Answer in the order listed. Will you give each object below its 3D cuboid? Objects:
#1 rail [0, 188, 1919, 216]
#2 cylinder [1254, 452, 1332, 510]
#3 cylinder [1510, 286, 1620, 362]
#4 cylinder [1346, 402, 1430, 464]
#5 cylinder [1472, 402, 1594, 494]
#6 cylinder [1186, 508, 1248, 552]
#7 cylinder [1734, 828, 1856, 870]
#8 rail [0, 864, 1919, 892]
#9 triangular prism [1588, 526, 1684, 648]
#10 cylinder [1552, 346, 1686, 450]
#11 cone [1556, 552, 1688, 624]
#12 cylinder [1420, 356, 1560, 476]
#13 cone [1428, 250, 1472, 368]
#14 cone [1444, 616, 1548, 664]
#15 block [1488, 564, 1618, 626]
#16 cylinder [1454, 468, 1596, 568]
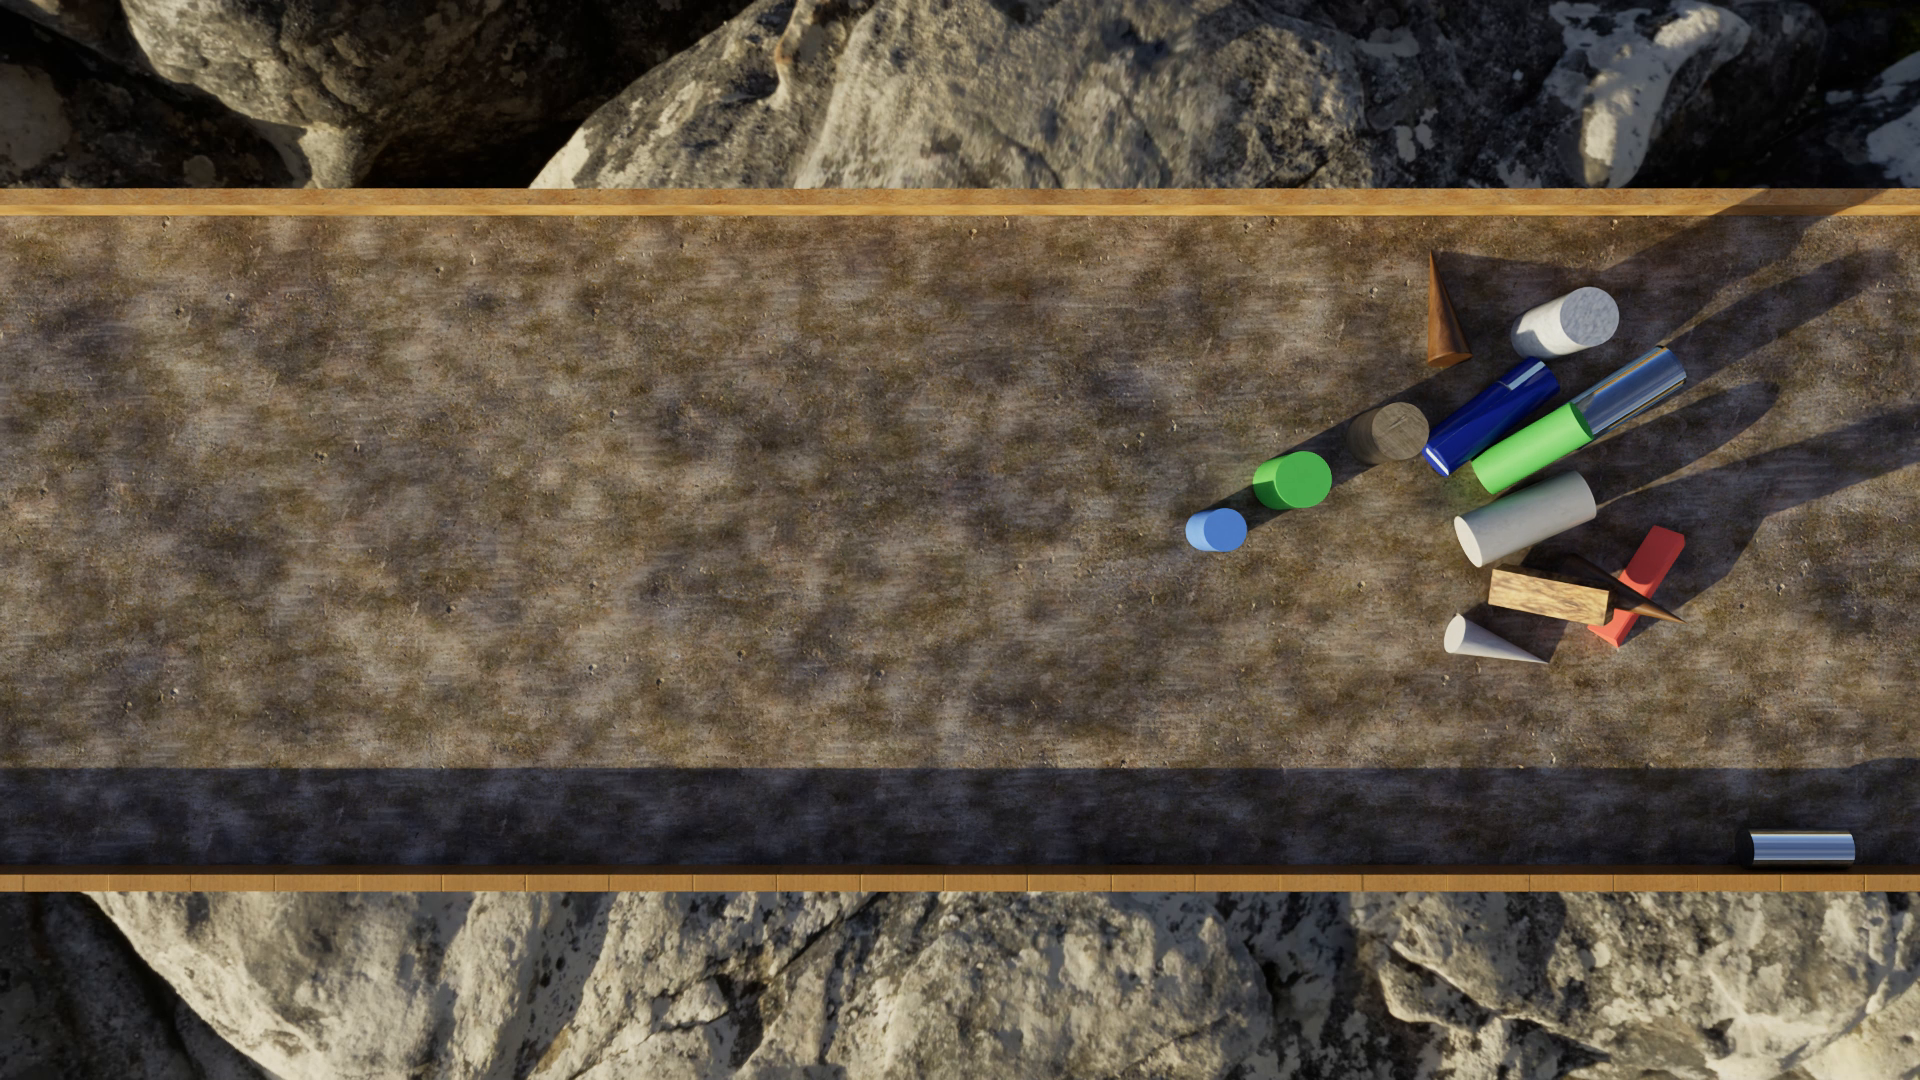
[{"bbox_3d":[-2.247,-1.025,5.002,12.000,0.150,0.050,0,90,0],"label":"rail"},{"bbox_3d":[0.983,-0.173,4.897,0.162,0.359,0.162,0,90,0],"label":"cylinder"},{"bbox_3d":[1.779,-0.631,4.870,0.169,0.413,0.169,0,90,0],"label":"cylinder"},{"bbox_3d":[1.270,-0.315,4.916,0.166,0.321,0.166,0,90,0],"label":"cylinder"},{"bbox_3d":[1.712,-0.273,4.938,0.328,0.130,0.130,-33,90,30],"label":"cylinder"},{"bbox_3d":[0.756,-0.029,4.889,0.124,0.374,0.124,0,90,0],"label":"cylinder"},{"bbox_3d":[2.536,0.937,5.013,0.302,0.127,0.127,0,90,0],"label":"cylinder"},{"bbox_3d":[-2.247,1.025,5.001,12.000,0.150,0.050,0,90,0],"label":"rail"},{"bbox_3d":[2.079,0.143,5.025,0.113,0.098,0.377,33,90,0],"label":"triangular prism"},{"bbox_3d":[1.998,-0.432,5.004,0.370,0.145,0.145,-32,90,0],"label":"cylinder"},{"bbox_3d":[1.976,0.175,4.894,0.394,0.146,0.146,28,90,40],"label":"cone"},{"bbox_3d":[1.603,-0.374,5.005,0.421,0.144,0.144,-37,90,0],"label":"cylinder"},{"bbox_3d":[1.468,-0.722,5.043,0.135,0.135,0.360,-7,79,0],"label":"cone"},{"bbox_3d":[1.660,0.334,5.047,0.330,0.118,0.118,17,90,-10],"label":"cone"},{"bbox_3d":[1.770,0.162,4.927,0.338,0.108,0.108,12,106,34],"label":"block"},{"bbox_3d":[1.710,-0.067,4.993,0.373,0.167,0.167,-23,90,0],"label":"cylinder"}]
